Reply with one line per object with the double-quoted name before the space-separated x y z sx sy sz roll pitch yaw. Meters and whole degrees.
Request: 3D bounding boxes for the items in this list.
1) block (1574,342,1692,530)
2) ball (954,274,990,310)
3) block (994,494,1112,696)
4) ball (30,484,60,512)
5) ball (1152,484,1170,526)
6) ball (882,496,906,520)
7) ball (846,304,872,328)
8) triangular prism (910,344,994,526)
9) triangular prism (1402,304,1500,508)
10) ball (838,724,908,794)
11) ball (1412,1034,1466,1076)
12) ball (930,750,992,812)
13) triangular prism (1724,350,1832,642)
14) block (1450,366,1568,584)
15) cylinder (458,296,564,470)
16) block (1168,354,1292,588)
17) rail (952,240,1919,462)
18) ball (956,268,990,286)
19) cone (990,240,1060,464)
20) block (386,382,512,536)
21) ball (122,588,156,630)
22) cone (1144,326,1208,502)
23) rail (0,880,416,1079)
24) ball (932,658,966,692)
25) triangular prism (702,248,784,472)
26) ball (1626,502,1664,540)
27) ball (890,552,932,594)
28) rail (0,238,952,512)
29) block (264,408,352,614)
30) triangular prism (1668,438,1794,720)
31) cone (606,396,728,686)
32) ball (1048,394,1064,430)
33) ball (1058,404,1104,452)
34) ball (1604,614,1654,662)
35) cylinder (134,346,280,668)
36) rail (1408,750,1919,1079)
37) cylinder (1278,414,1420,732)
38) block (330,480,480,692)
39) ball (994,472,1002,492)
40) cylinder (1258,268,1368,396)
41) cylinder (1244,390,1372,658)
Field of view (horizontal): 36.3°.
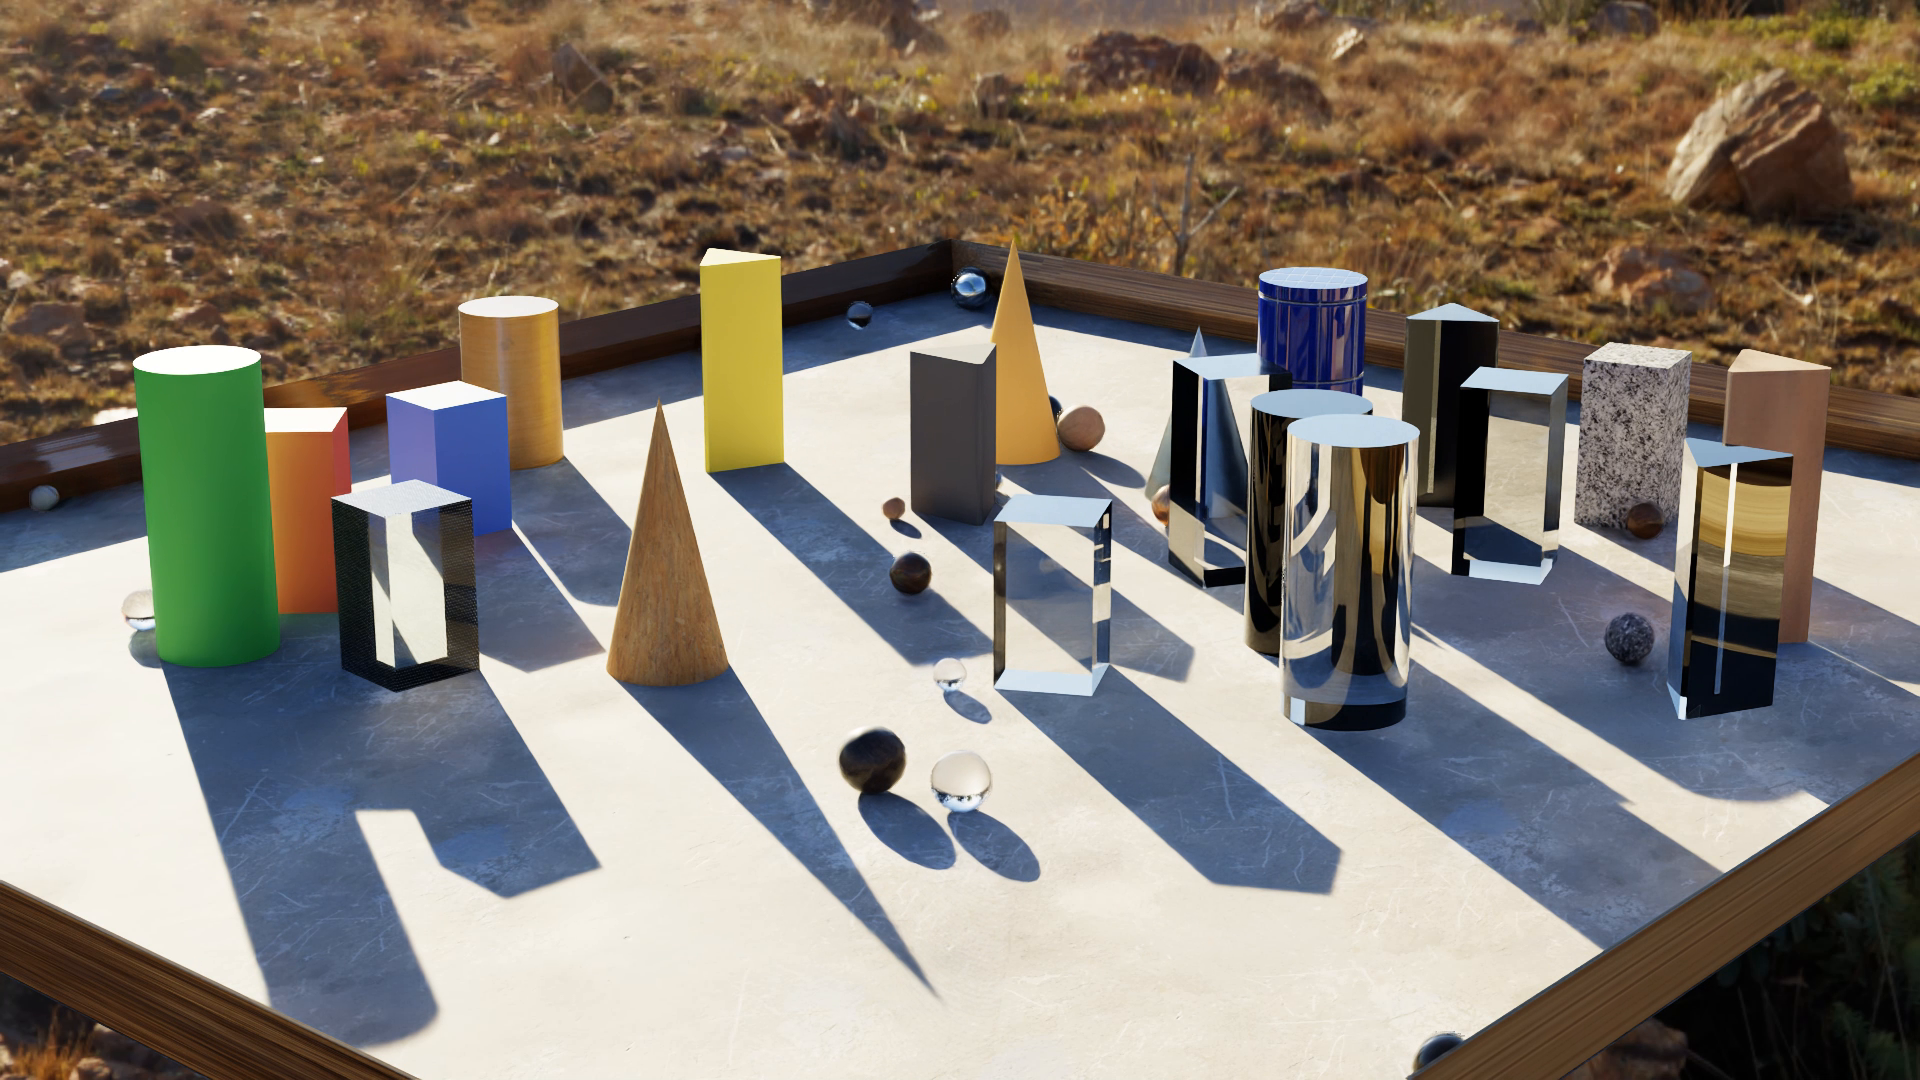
"block" 1.273 -0.194 5.549 0.160 0.318 0.160 9 19 28
"ball" 0.029 -0.623 7.364 0.092 0.092 0.092 0 17 0
"block" 0.148 0.086 4.689 0.160 0.278 0.160 4 17 12
"ball" -1.757 -0.080 5.631 0.053 0.053 0.053 0 17 0
"ball" 0.402 -0.065 5.530 0.081 0.081 0.081 0 17 0
"ball" -0.126 -0.061 5.580 0.045 0.045 0.045 0 17 0
"ball" -0.246 -0.547 7.165 0.062 0.062 0.062 0 17 0
"triangular prism" 0.019 -0.210 5.607 0.173 0.314 0.150 13 21 38
"triangular prism" 0.947 -0.262 5.686 0.173 0.370 0.150 2 17 8
"ball" -0.126 0.317 4.232 0.100 0.100 0.100 0 17 0
"ball" 0.552 0.600 3.331 0.077 0.077 0.077 0 17 0
"ball" 0.001 0.343 4.164 0.089 0.089 0.089 0 17 0
"triangular prism" 1.320 -0.073 4.888 0.173 0.467 0.150 -2 17 -7
"block" 0.983 -0.117 5.243 0.160 0.347 0.160 7 18 21
"cylinder" -0.913 -0.321 5.972 0.200 0.317 0.200 0 17 0
"block" 0.479 -0.125 5.216 0.160 0.378 0.160 -6 18 -18
"rail" 1.264 -0.387 6.513 3.449 0.130 0.045 14 22 39
"ball" 0.034 -0.650 7.463 0.088 0.088 0.088 0 17 0
"cone" 0.109 -0.399 5.994 0.200 0.454 0.200 0 17 0
"block" -0.957 -0.147 5.499 0.160 0.257 0.160 -15 22 -41
"ball" -1.377 0.117 4.943 0.071 0.071 0.071 0 17 0
"cone" 0.461 -0.251 5.700 0.200 0.340 0.200 0 17 0
"rail" -1.264 0.452 3.726 3.449 0.130 0.045 14 22 39
"ball" -0.016 0.214 4.652 0.054 0.054 0.054 0 17 0
"triangular prism" -0.470 -0.370 5.949 0.173 0.423 0.150 -9 19 -28
"ball" 1.274 -0.036 5.457 0.068 0.068 0.068 0 17 0
"ball" -0.086 0.059 5.132 0.075 0.075 0.075 0 17 0
"rail" -1.284 -0.289 6.187 0.045 0.130 3.903 14 22 39
"block" -1.143 -0.052 5.068 0.160 0.322 0.160 -1 17 -2
"triangular prism" 1.166 0.054 4.575 0.173 0.405 0.150 -7 18 -22
"cone" -0.477 -0.012 4.711 0.200 0.453 0.200 0 17 0
"ball" 0.174 -0.265 6.183 0.089 0.089 0.089 0 17 0
"ball" 0.250 -0.231 6.052 0.099 0.099 0.099 0 17 0
"ball" 1.092 0.160 4.785 0.080 0.080 0.080 0 17 0
"cylinder" -1.229 -0.056 4.793 0.200 0.490 0.200 0 17 0
"rail" 1.284 0.354 4.052 0.045 0.130 3.903 14 22 39
"cylinder" 0.597 0.049 4.514 0.200 0.450 0.200 0 17 0
"block" -0.891 0.072 4.717 0.160 0.289 0.160 -15 23 -41
"ball" 0.064 -0.115 5.768 0.040 0.040 0.040 0 17 0
"cylinder" 0.655 -0.260 5.500 0.200 0.472 0.200 0 17 0
"cylinder" 0.573 -0.027 4.838 0.200 0.408 0.200 0 17 0
